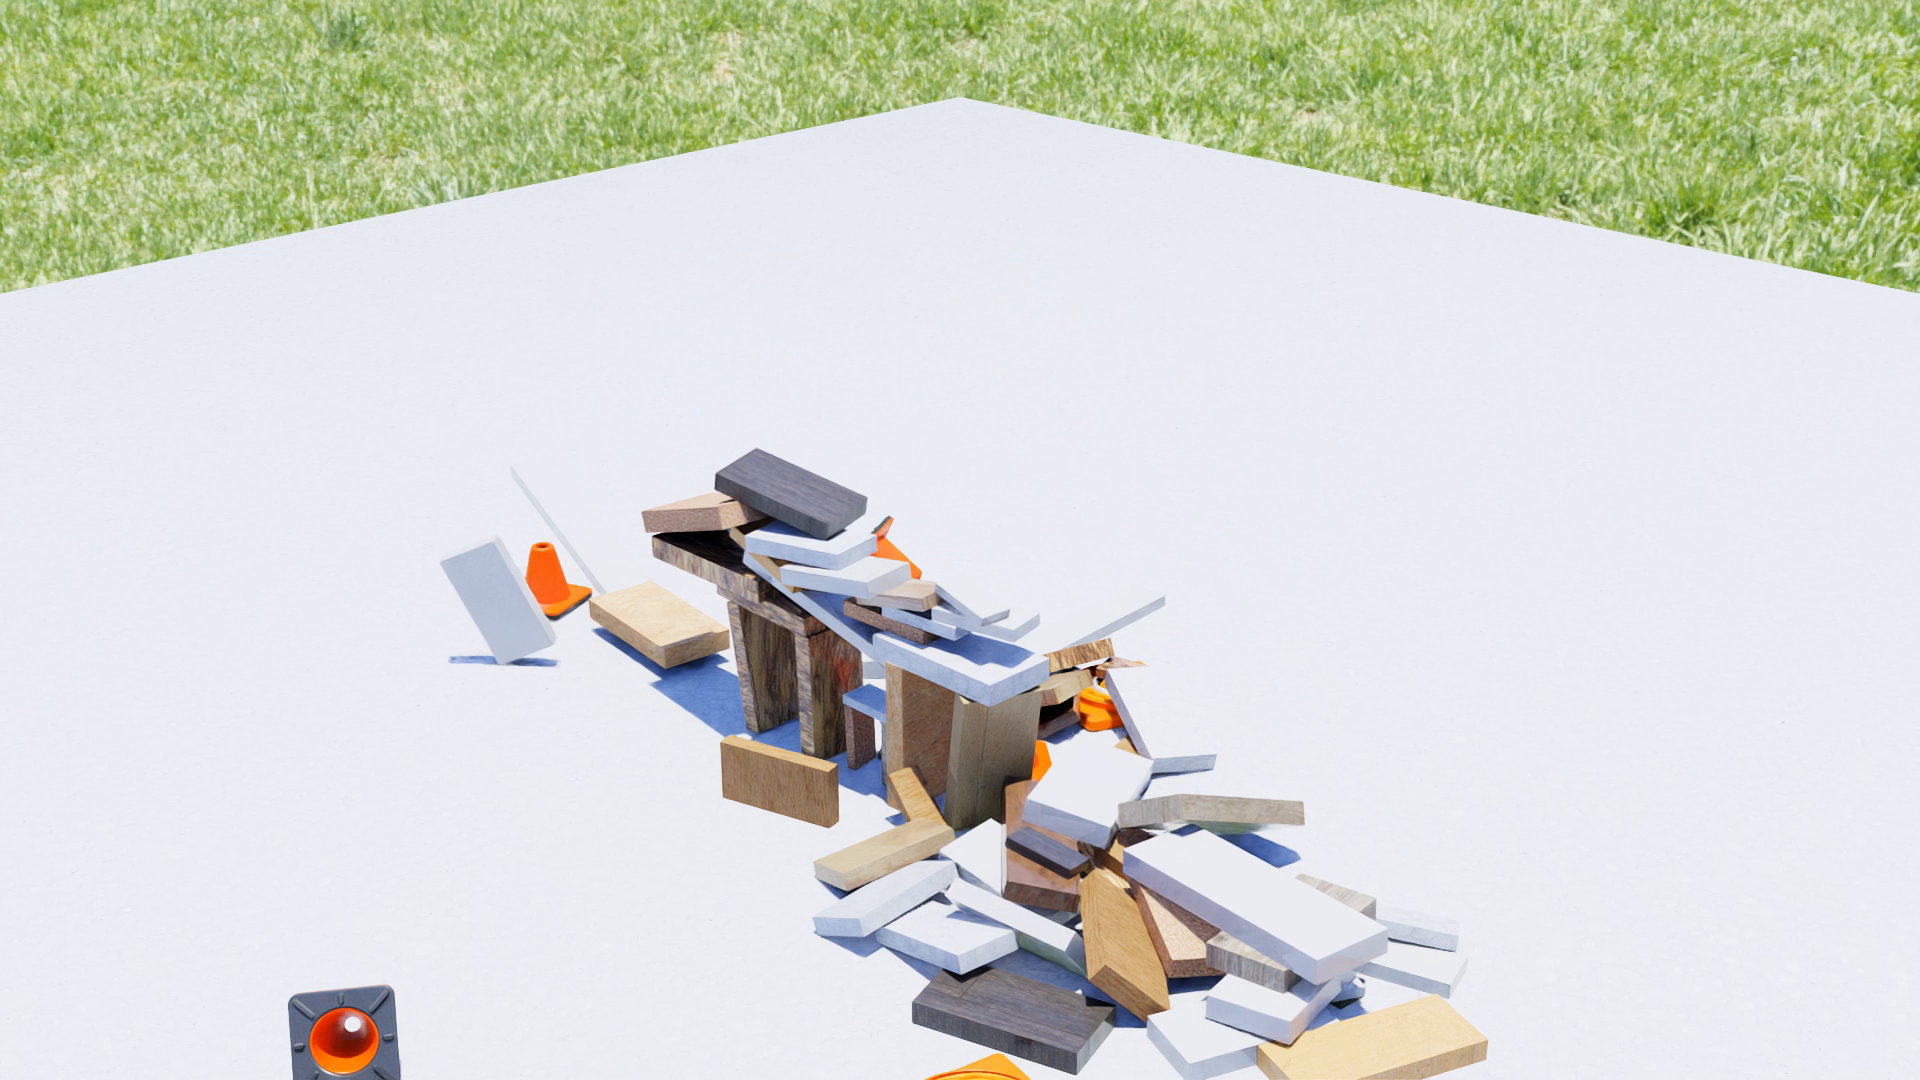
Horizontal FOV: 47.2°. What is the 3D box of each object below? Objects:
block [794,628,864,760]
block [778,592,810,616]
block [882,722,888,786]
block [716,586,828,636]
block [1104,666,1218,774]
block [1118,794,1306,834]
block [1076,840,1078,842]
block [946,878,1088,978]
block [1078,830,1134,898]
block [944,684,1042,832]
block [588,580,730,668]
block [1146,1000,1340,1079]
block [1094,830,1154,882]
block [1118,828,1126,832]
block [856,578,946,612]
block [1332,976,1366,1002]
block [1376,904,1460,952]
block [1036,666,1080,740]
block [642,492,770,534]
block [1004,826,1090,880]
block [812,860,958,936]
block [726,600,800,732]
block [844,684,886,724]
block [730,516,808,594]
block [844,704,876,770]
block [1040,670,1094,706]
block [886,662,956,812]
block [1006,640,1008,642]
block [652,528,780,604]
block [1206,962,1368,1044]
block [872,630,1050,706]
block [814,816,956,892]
[{"bbox_3d":[-0.273,0.313,4.646,0.041,0.293,0.146,19,29,41],"label":"block"},{"bbox_3d":[-0.335,0.130,4.580,0.048,0.014,0.095,-14,27,-31],"label":"block"},{"bbox_3d":[-0.128,0.432,4.553,0.074,0.148,0.021,-21,31,-40],"label":"block"},{"bbox_3d":[-0.370,0.120,4.672,0.146,0.041,0.293,-20,31,-39],"label":"block"},{"bbox_3d":[0.427,0.381,4.706,0.148,0.042,0.295,-2,36,-17],"label":"block"},{"bbox_3d":[0.484,0.526,4.215,0.337,0.048,0.169,9,-17,-39],"label":"block"},{"bbox_3d":[0.241,0.598,4.271,0.052,0.015,0.104,0,39,-15],"label":"block"},{"bbox_3d":[0.115,0.698,3.948,0.274,0.137,0.039,18,68,37],"label":"block"},{"bbox_3d":[0.313,0.639,4.171,0.110,0.031,0.220,-10,33,-24],"label":"block"},{"bbox_3d":[0.063,0.425,4.339,0.163,0.327,0.046,-9,36,-19],"label":"block"},{"bbox_3d":[-0.706,0.195,5.149,0.174,0.049,0.347,-17,28,-35],"label":"block"},{"bbox_3d":[0.482,0.833,3.745,0.292,0.041,0.146,-10,25,-22],"label":"block"},{"bbox_3d":[0.370,0.622,4.146,0.110,0.031,0.220,-20,39,-39],"label":"block"},{"bbox_3d":[0.290,0.573,4.306,0.052,0.015,0.103,-13,-17,-27],"label":"block"},{"bbox_3d":[-0.108,0.106,4.350,0.189,0.027,0.095,5,21,44],"label":"block"},{"bbox_3d":[0.656,0.768,3.882,0.064,0.018,0.128,-8,24,-17],"label":"block"},{"bbox_3d":[0.802,0.700,4.014,0.214,0.030,0.107,10,7,13],"label":"block"},{"bbox_3d":[0.212,0.356,4.818,0.103,0.029,0.205,-28,19,15],"label":"block"},{"bbox_3d":[-0.524,-0.063,4.708,0.174,0.049,0.347,-17,9,-34],"label":"block"},{"bbox_3d":[0.161,0.576,4.058,0.142,0.020,0.071,24,23,28],"label":"block"},{"bbox_3d":[-0.137,0.665,4.087,0.130,0.037,0.259,-9,11,45],"label":"block"},{"bbox_3d":[-0.415,0.255,4.781,0.146,0.292,0.041,-20,20,-39],"label":"block"},{"bbox_3d":[-0.165,0.341,4.552,0.148,0.021,0.074,21,31,40],"label":"block"},{"bbox_3d":[-0.370,0.024,4.594,0.112,0.032,0.223,-18,45,-38],"label":"block"},{"bbox_3d":[-0.209,0.402,4.624,0.021,0.148,0.074,12,26,32],"label":"block"},{"bbox_3d":[0.160,0.333,4.801,0.246,0.035,0.123,-13,8,45],"label":"block"},{"bbox_3d":[-0.074,0.374,4.460,0.046,0.327,0.163,21,31,40],"label":"block"},{"bbox_3d":[0.012,0.193,5.092,0.143,0.041,0.286,-10,23,-12],"label":"block"},{"bbox_3d":[-0.487,0.037,4.746,0.347,0.049,0.174,21,31,39],"label":"block"},{"bbox_3d":[0.570,0.758,3.807,0.157,0.044,0.314,12,24,32],"label":"block"},{"bbox_3d":[0.000,0.230,4.319,0.163,0.046,0.327,-21,30,-40],"label":"block"},{"bbox_3d":[-0.144,0.602,4.230,0.247,0.035,0.124,-19,13,-28],"label":"block"}]
